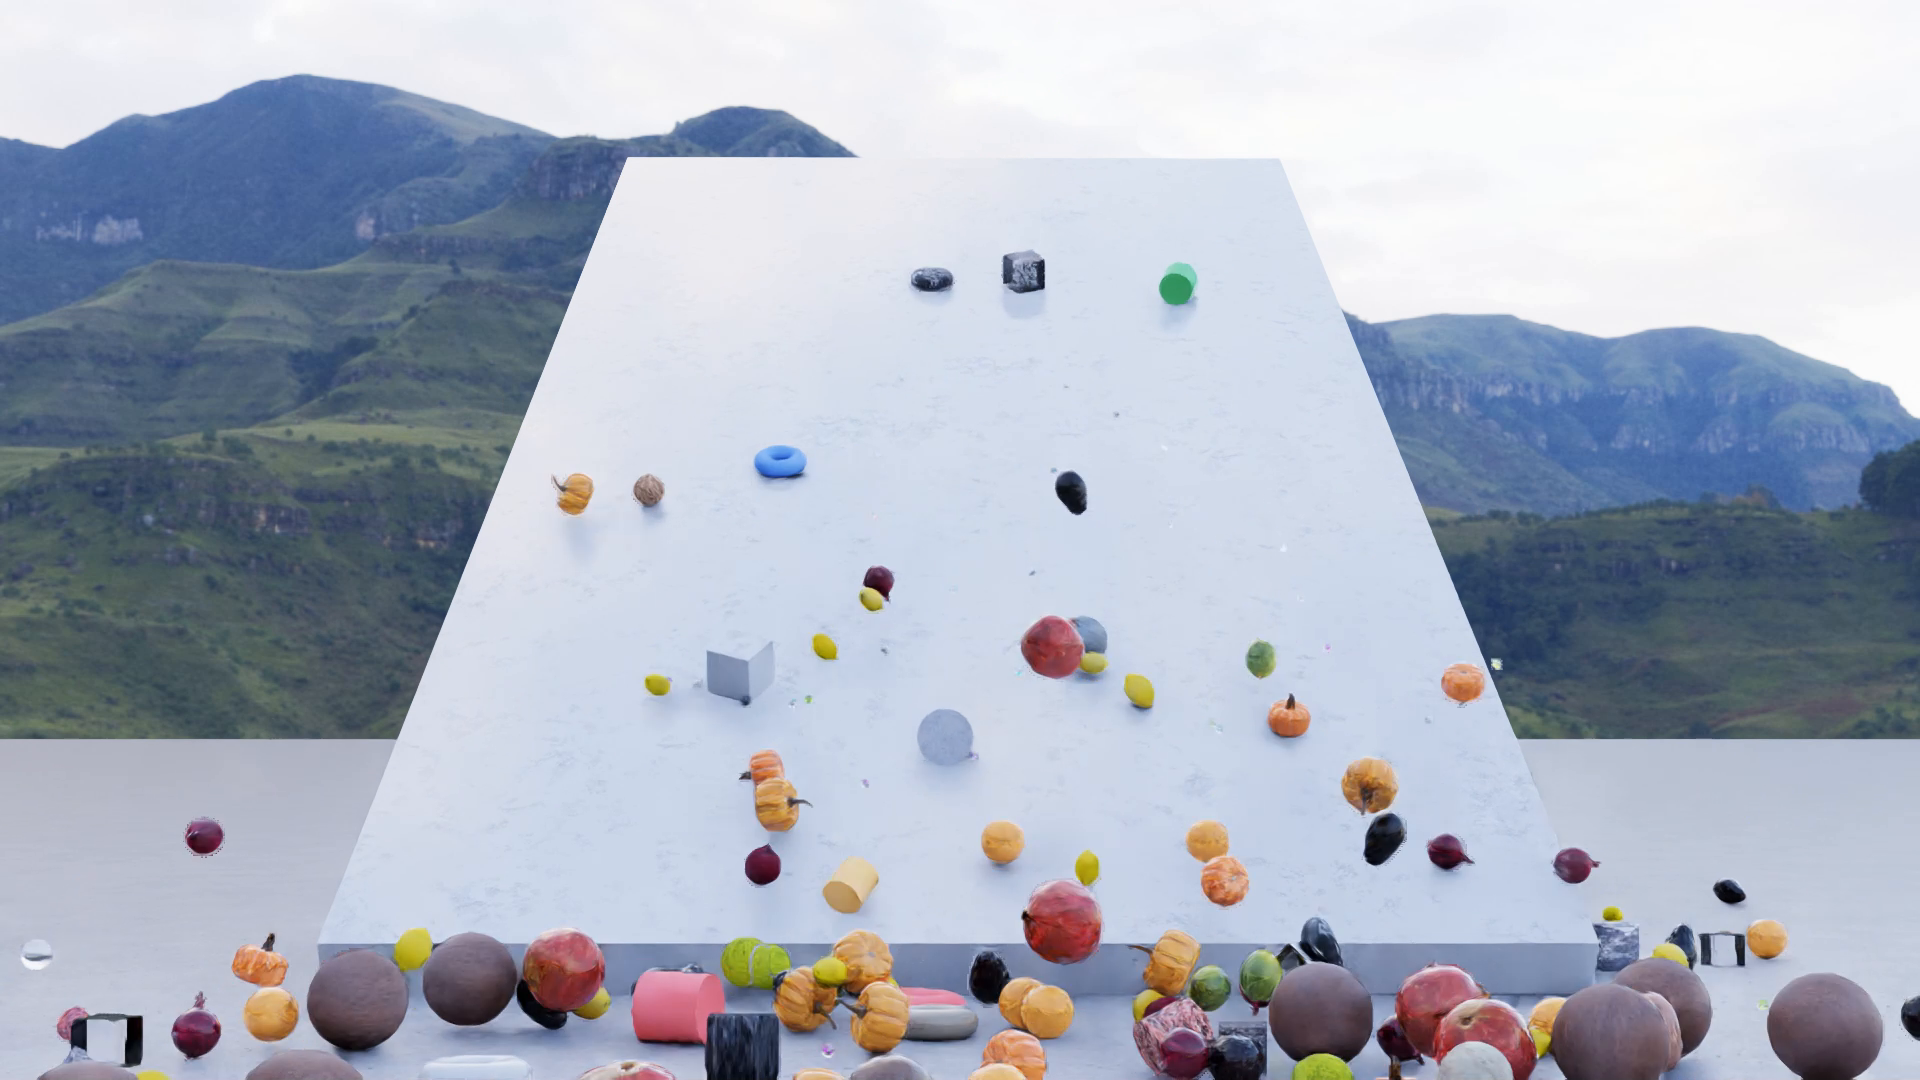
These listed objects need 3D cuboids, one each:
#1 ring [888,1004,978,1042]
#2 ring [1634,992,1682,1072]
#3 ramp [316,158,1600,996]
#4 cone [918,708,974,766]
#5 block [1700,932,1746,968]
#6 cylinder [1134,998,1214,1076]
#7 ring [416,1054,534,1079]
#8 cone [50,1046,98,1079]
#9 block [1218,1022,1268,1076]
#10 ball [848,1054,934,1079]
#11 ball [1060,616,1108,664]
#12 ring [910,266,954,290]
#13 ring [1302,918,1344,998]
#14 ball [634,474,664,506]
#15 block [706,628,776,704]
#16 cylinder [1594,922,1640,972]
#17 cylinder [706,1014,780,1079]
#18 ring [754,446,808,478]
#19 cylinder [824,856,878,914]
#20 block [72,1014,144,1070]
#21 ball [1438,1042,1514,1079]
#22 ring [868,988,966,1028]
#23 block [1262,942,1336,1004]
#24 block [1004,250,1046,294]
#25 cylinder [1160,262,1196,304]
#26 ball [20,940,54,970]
[{"bbox_3d":[-0.036,0.656,3.218,0.123,0.041,0.123,-1,-6,0],"label":"ring"},{"bbox_3d":[0.851,0.601,2.890,0.032,0.097,0.097,-7,-4,-6],"label":"ring"},{"bbox_3d":[-0.010,-0.227,5.500,2.000,0.100,4.000,0,27,0],"label":"ramp"},{"bbox_3d":[-0.020,0.346,4.203,0.100,0.100,0.100,-1,0,7],"label":"cone"},{"bbox_3d":[1.355,0.728,4.208,0.056,0.056,0.056,1,-5,-11],"label":"block"},{"bbox_3d":[0.259,0.601,2.871,0.070,0.070,0.070,-22,5,-23],"label":"cylinder"},{"bbox_3d":[-0.550,0.611,2.684,0.131,0.044,0.131,-1,-6,0],"label":"ring"},{"bbox_3d":[-1.041,0.625,2.748,0.055,0.055,0.055,-27,-5,-1],"label":"cone"},{"bbox_3d":[0.344,0.620,2.885,0.058,0.058,0.058,-1,-5,6],"label":"block"},{"bbox_3d":[-0.068,0.557,2.340,0.096,0.096,0.096,0,-5,0],"label":"ball"},{"bbox_3d":[0.233,0.189,4.464,0.091,0.091,0.091,0,-5,0],"label":"ball"},{"bbox_3d":[-0.074,-0.692,6.267,0.116,0.039,0.116,1,26,0],"label":"ring"},{"bbox_3d":[0.522,0.600,3.400,0.039,0.116,0.116,-13,-4,-3],"label":"ring"},{"bbox_3d":[-0.666,-0.108,5.075,0.067,0.067,0.067,0,-5,0],"label":"ball"},{"bbox_3d":[-0.405,0.233,4.374,0.090,0.090,0.090,13,29,23],"label":"block"},{"bbox_3d":[1.146,0.710,4.134,0.077,0.077,0.077,0,-2,0],"label":"cylinder"},{"bbox_3d":[-0.257,0.599,2.790,0.080,0.080,0.080,2,-5,-10],"label":"cylinder"},{"bbox_3d":[-0.397,-0.174,5.239,0.116,0.039,0.116,1,28,0],"label":"ring"},{"bbox_3d":[-0.173,0.550,3.769,0.065,0.065,0.065,-3,28,29],"label":"cylinder"},{"bbox_3d":[-1.058,0.623,2.936,0.061,0.061,0.061,-1,-5,11],"label":"block"},{"bbox_3d":[0.555,0.581,2.546,0.081,0.081,0.081,0,-5,0],"label":"ball"},{"bbox_3d":[-0.060,0.663,3.347,0.143,0.048,0.143,1,-4,0],"label":"ring"},{"bbox_3d":[0.478,0.608,3.332,0.060,0.060,0.060,47,20,29],"label":"block"},{"bbox_3d":[0.170,-0.708,6.252,0.082,0.082,0.082,-11,29,-21],"label":"block"},{"bbox_3d":[0.568,-0.669,6.172,0.086,0.086,0.086,-1,26,15],"label":"cylinder"},{"bbox_3d":[-1.610,0.723,4.129,0.053,0.053,0.053,0,-5,0],"label":"ball"}]
